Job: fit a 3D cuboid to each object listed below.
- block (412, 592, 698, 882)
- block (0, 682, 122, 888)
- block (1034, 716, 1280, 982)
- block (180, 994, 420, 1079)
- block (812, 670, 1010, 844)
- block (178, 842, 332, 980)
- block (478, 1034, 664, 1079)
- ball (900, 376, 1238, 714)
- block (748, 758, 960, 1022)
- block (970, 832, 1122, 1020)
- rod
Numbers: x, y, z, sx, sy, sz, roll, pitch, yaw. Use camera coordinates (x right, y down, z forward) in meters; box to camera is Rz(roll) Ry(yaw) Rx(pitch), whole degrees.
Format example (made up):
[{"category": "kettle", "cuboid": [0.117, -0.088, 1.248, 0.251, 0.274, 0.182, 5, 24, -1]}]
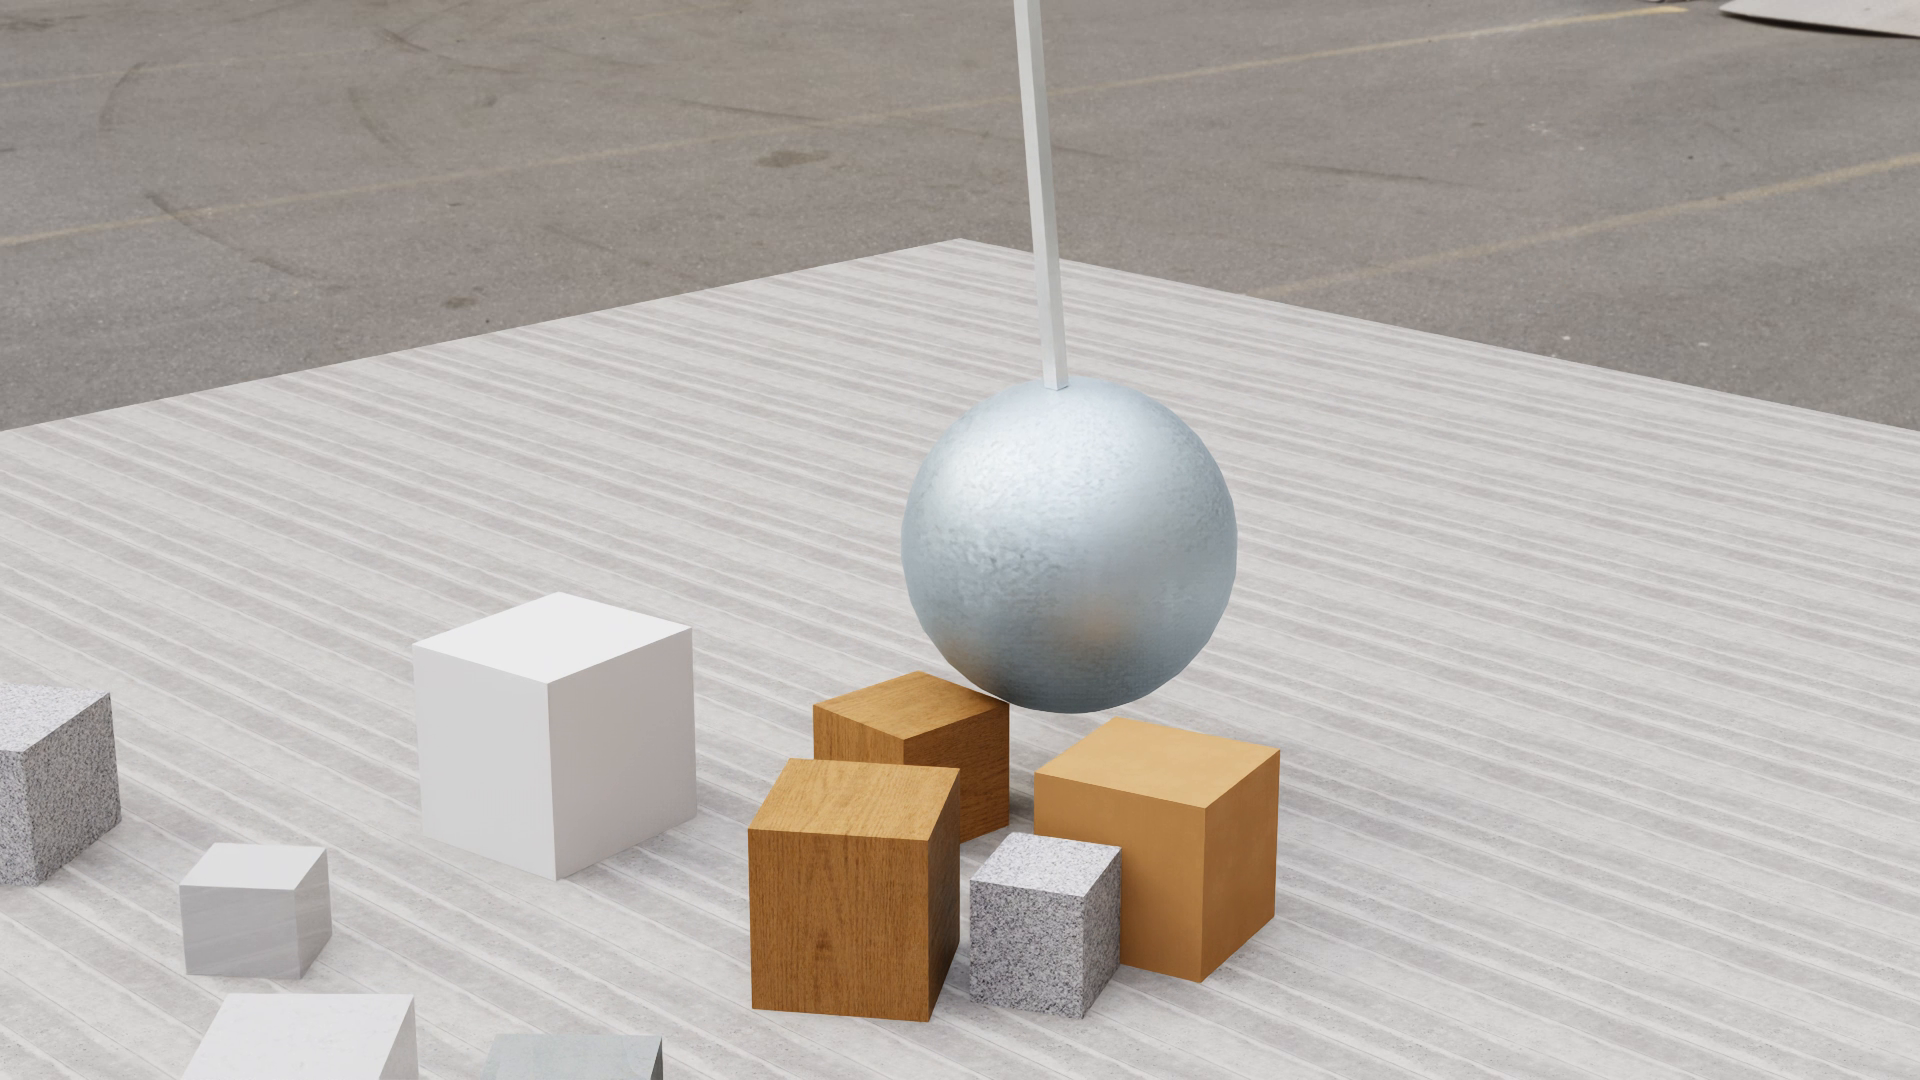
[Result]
[{"category": "block", "cuboid": [-1.903, 0.906, 13.858, 0.875, 0.962, 0.962, 13, 22, 35]}, {"category": "block", "cuboid": [-4.415, 1.126, 13.659, 0.632, 0.661, 0.794, 4, 18, 12]}, {"category": "block", "cuboid": [0.857, 1.332, 12.776, 0.805, 0.798, 0.769, 10, 20, 28]}, {"category": "block", "cuboid": [-2.348, 2.096, 10.529, 0.683, 0.686, 0.693, 0, 17, 1]}, {"category": "block", "cuboid": [-0.229, 1.069, 13.908, 0.681, 0.622, 0.629, -16, 24, -41]}, {"category": "block", "cuboid": [-3.018, 1.591, 12.588, 0.499, 0.417, 0.449, 2, 18, 5]}, {"category": "block", "cuboid": [-1.385, 2.166, 10.424, 0.601, 0.617, 0.560, 0, 17, 2]}, {"category": "ball", "cuboid": [0.517, 0.024, 13.891, 1.600, 1.600, 1.600, 0, 17, 0]}, {"category": "block", "cuboid": [-0.432, 1.461, 12.347, 0.744, 0.809, 0.786, 3, 18, 9]}, {"category": "block", "cuboid": [0.361, 1.611, 12.299, 0.491, 0.552, 0.533, 6, 18, 19]}, {"category": "rod", "cuboid": [0.224, -3.108, 12.600, 0.080, 5.200, 0.080, 17, 31, 42]}]
